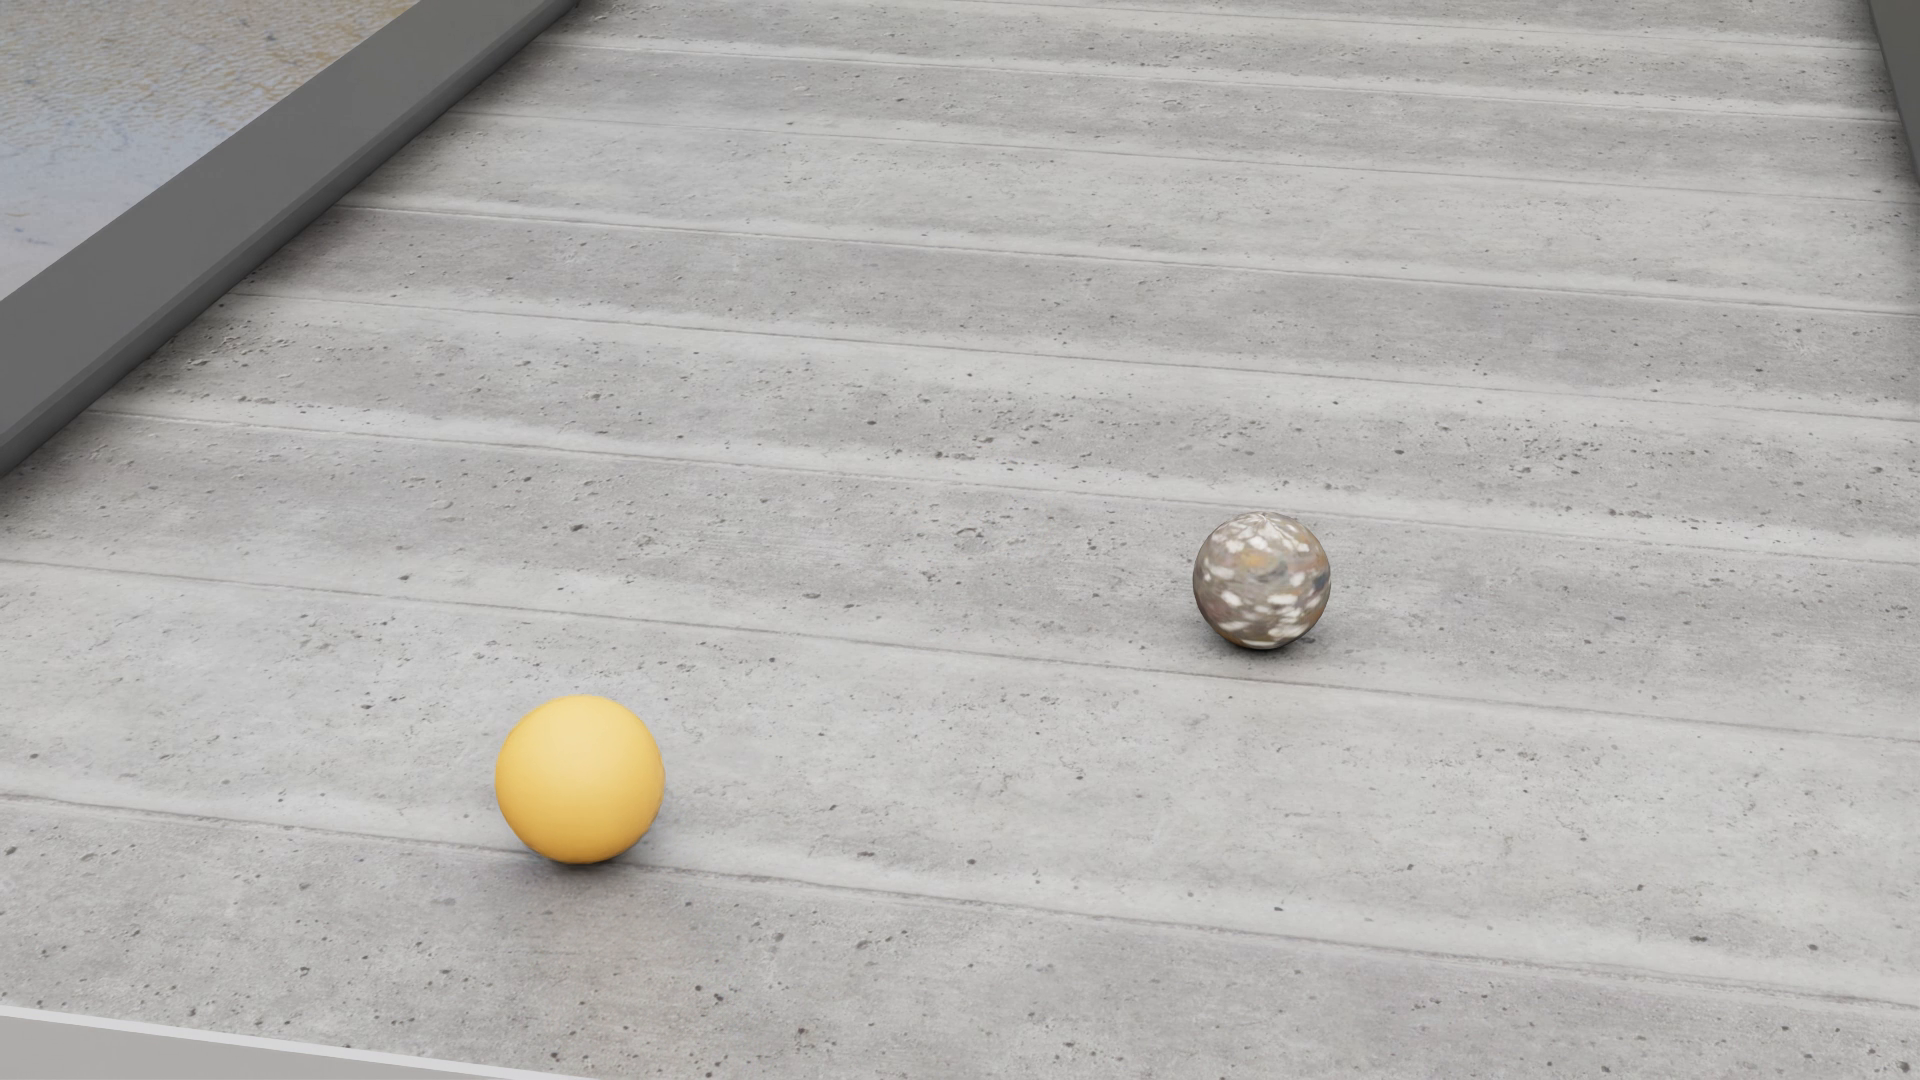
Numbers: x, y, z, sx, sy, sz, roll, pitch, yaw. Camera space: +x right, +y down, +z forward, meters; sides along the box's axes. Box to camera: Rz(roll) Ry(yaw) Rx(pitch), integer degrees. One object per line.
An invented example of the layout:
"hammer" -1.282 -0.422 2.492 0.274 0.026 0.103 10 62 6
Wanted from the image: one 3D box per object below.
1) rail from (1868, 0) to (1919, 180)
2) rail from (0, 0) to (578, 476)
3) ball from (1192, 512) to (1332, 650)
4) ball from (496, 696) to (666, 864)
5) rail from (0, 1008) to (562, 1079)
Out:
"rail" 0.802 -0.251 2.356 0.045 0.118 2.796 5 26 10
"rail" -0.522 -0.367 2.600 0.045 0.118 2.796 5 26 10
"ball" 0.186 0.025 1.818 0.086 0.086 0.086 0 25 0
"ball" -0.205 0.130 1.591 0.091 0.091 0.091 0 25 0
"rail" -0.135 0.270 1.263 1.398 0.118 0.045 5 26 10
